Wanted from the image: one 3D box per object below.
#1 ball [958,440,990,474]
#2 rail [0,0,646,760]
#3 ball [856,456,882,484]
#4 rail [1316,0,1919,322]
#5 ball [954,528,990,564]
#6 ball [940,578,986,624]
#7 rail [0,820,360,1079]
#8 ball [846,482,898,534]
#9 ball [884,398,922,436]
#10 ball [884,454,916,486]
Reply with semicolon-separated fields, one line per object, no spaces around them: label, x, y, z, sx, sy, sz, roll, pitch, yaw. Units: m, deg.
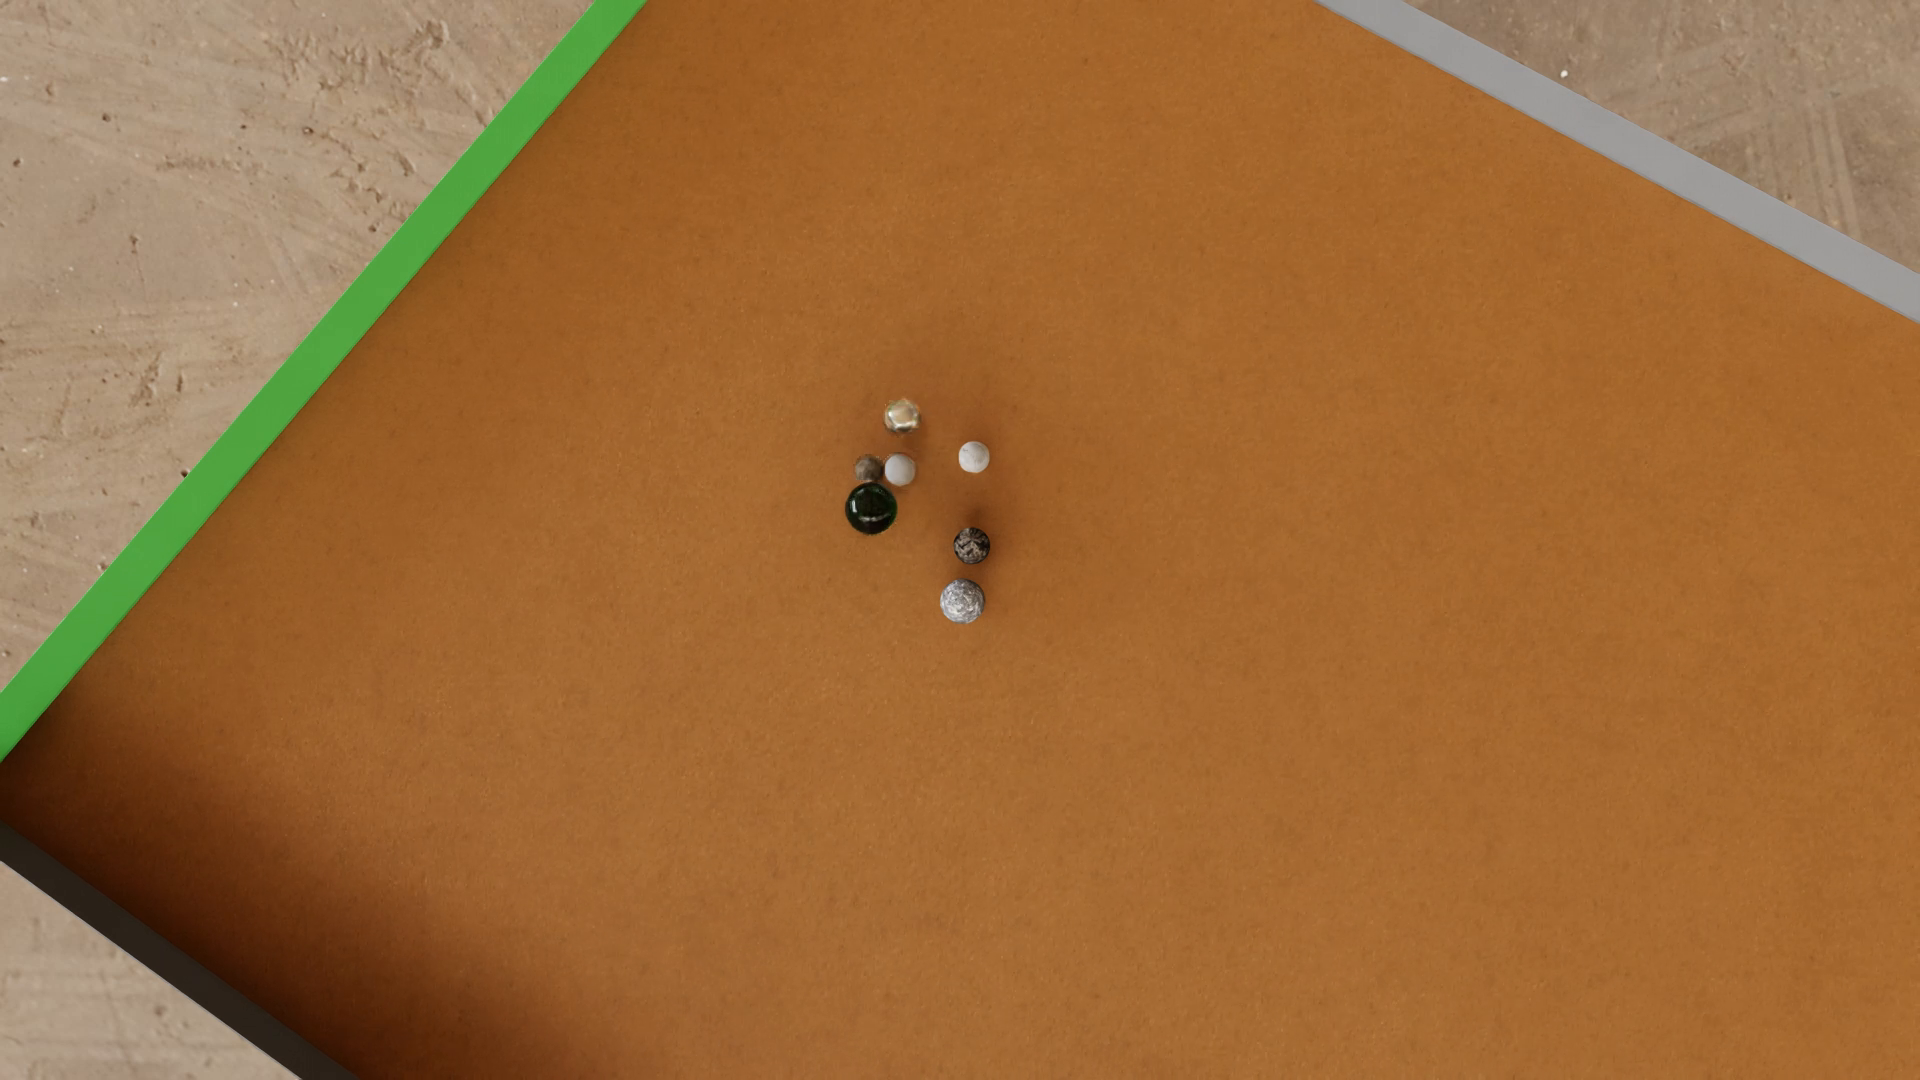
ball;0.023;-0.134;3.542;0.052;0.052;0.052;0;68;0
rail;-0.859;-0.536;3.670;0.045;0.108;2.443;32;72;12
ball;-0.146;-0.112;3.537;0.043;0.043;0.043;0;68;0
rail;1.539;-0.399;3.616;4.212;0.108;0.045;32;72;12
ball;0.019;0.009;3.481;0.059;0.059;0.059;0;68;0
ball;0.004;0.096;3.440;0.071;0.071;0.071;0;68;0
rail;0.219;1.459;2.879;4.212;0.108;0.045;32;72;12
ball;-0.141;-0.050;3.492;0.083;0.083;0.083;0;68;0
ball;-0.092;-0.198;3.547;0.059;0.059;0.059;0;68;0
ball;-0.096;-0.113;3.534;0.051;0.051;0.051;0;68;0
